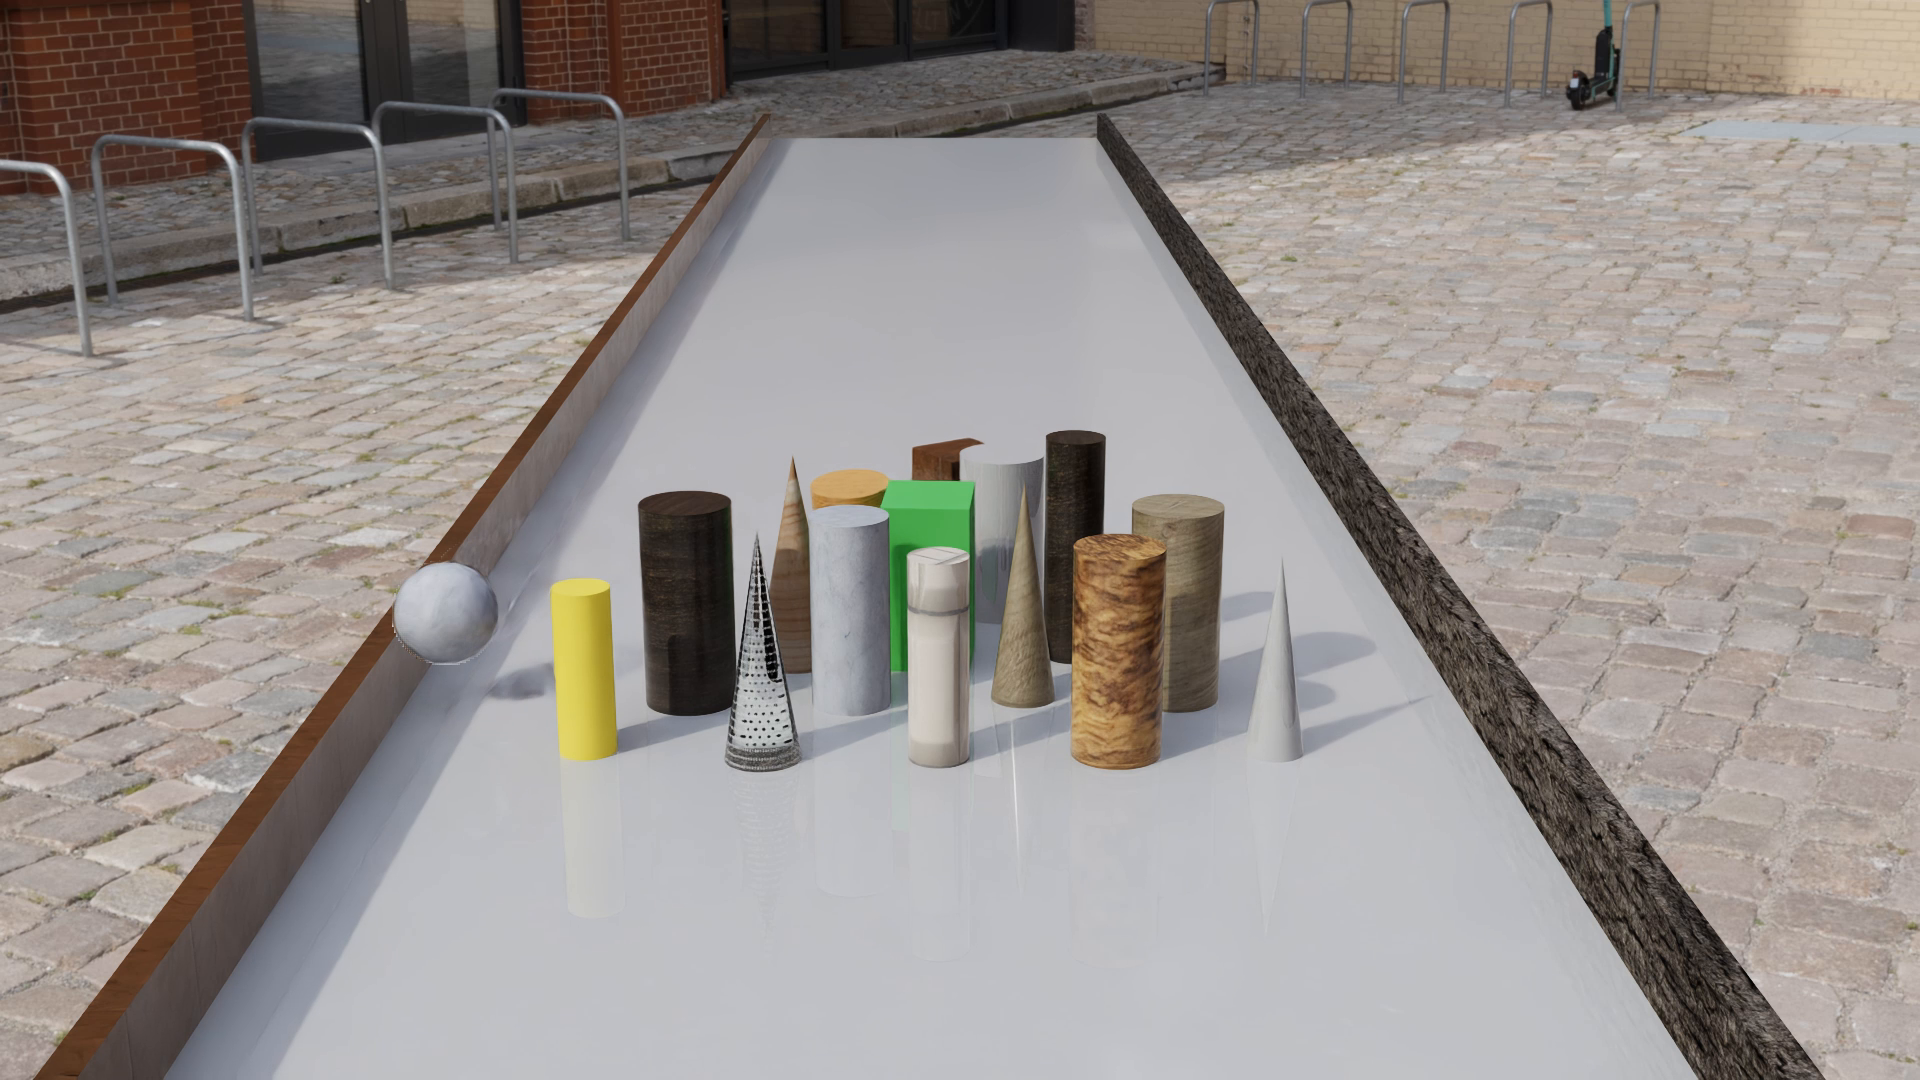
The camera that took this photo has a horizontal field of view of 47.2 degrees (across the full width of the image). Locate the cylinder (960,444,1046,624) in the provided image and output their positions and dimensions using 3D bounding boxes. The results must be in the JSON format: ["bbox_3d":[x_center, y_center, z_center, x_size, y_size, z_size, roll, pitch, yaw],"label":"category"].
[{"bbox_3d":[0.089,-0.015,4.666,0.180,0.348,0.180,0,17,0],"label":"cylinder"}]

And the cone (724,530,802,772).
[{"bbox_3d":[-0.351,0.185,3.862,0.139,0.423,0.139,0,17,0],"label":"cone"}]

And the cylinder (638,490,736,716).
[{"bbox_3d":[-0.512,0.118,4.144,0.173,0.391,0.173,0,17,0],"label":"cylinder"}]

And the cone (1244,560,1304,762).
[{"bbox_3d":[0.563,0.202,3.898,0.106,0.370,0.106,0,17,0],"label":"cone"}]

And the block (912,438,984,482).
[{"bbox_3d":[0.001,-0.050,4.856,0.155,0.307,0.155,-11,20,-33],"label":"block"}]

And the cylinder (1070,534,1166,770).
[{"bbox_3d":[0.279,0.197,3.889,0.162,0.386,0.162,0,17,0],"label":"cylinder"}]

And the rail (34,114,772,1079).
[{"bbox_3d":[-1.118,-0.838,7.780,0.050,0.150,12.000,0,17,-1],"label":"rail"}]

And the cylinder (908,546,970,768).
[{"bbox_3d":[-0.038,0.207,3.871,0.109,0.375,0.109,0,17,0],"label":"cylinder"}]

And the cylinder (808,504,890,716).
[{"bbox_3d":[-0.206,0.132,4.135,0.150,0.370,0.150,0,17,0],"label":"cylinder"}]

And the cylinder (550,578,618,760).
[{"bbox_3d":[-0.669,0.230,3.913,0.104,0.308,0.104,0,17,0],"label":"cylinder"}]

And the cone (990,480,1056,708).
[{"bbox_3d":[0.121,0.094,4.154,0.124,0.432,0.124,0,17,0],"label":"cone"}]

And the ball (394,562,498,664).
[{"bbox_3d":[-0.964,0.136,4.124,0.191,0.191,0.191,0,17,0],"label":"ball"}]

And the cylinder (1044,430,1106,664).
[{"bbox_3d":[0.227,0.015,4.384,0.119,0.452,0.119,0,17,0],"label":"cylinder"}]

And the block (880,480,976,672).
[{"bbox_3d":[-0.061,0.071,4.370,0.172,0.342,0.172,1,20,4],"label":"block"}]

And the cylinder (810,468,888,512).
[{"bbox_3d":[-0.214,0.036,4.501,0.161,0.327,0.161,-3,23,1],"label":"cylinder"}]

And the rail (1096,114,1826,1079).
[{"bbox_3d":[0.932,-0.844,7.801,0.050,0.150,12.000,0,17,-1],"label":"rail"}]

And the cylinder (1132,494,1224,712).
[{"bbox_3d":[0.408,0.119,4.162,0.173,0.380,0.173,0,17,0],"label":"cylinder"}]

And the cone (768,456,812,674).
[{"bbox_3d":[-0.327,0.037,4.357,0.164,0.425,0.164,0,17,0],"label":"cone"}]
